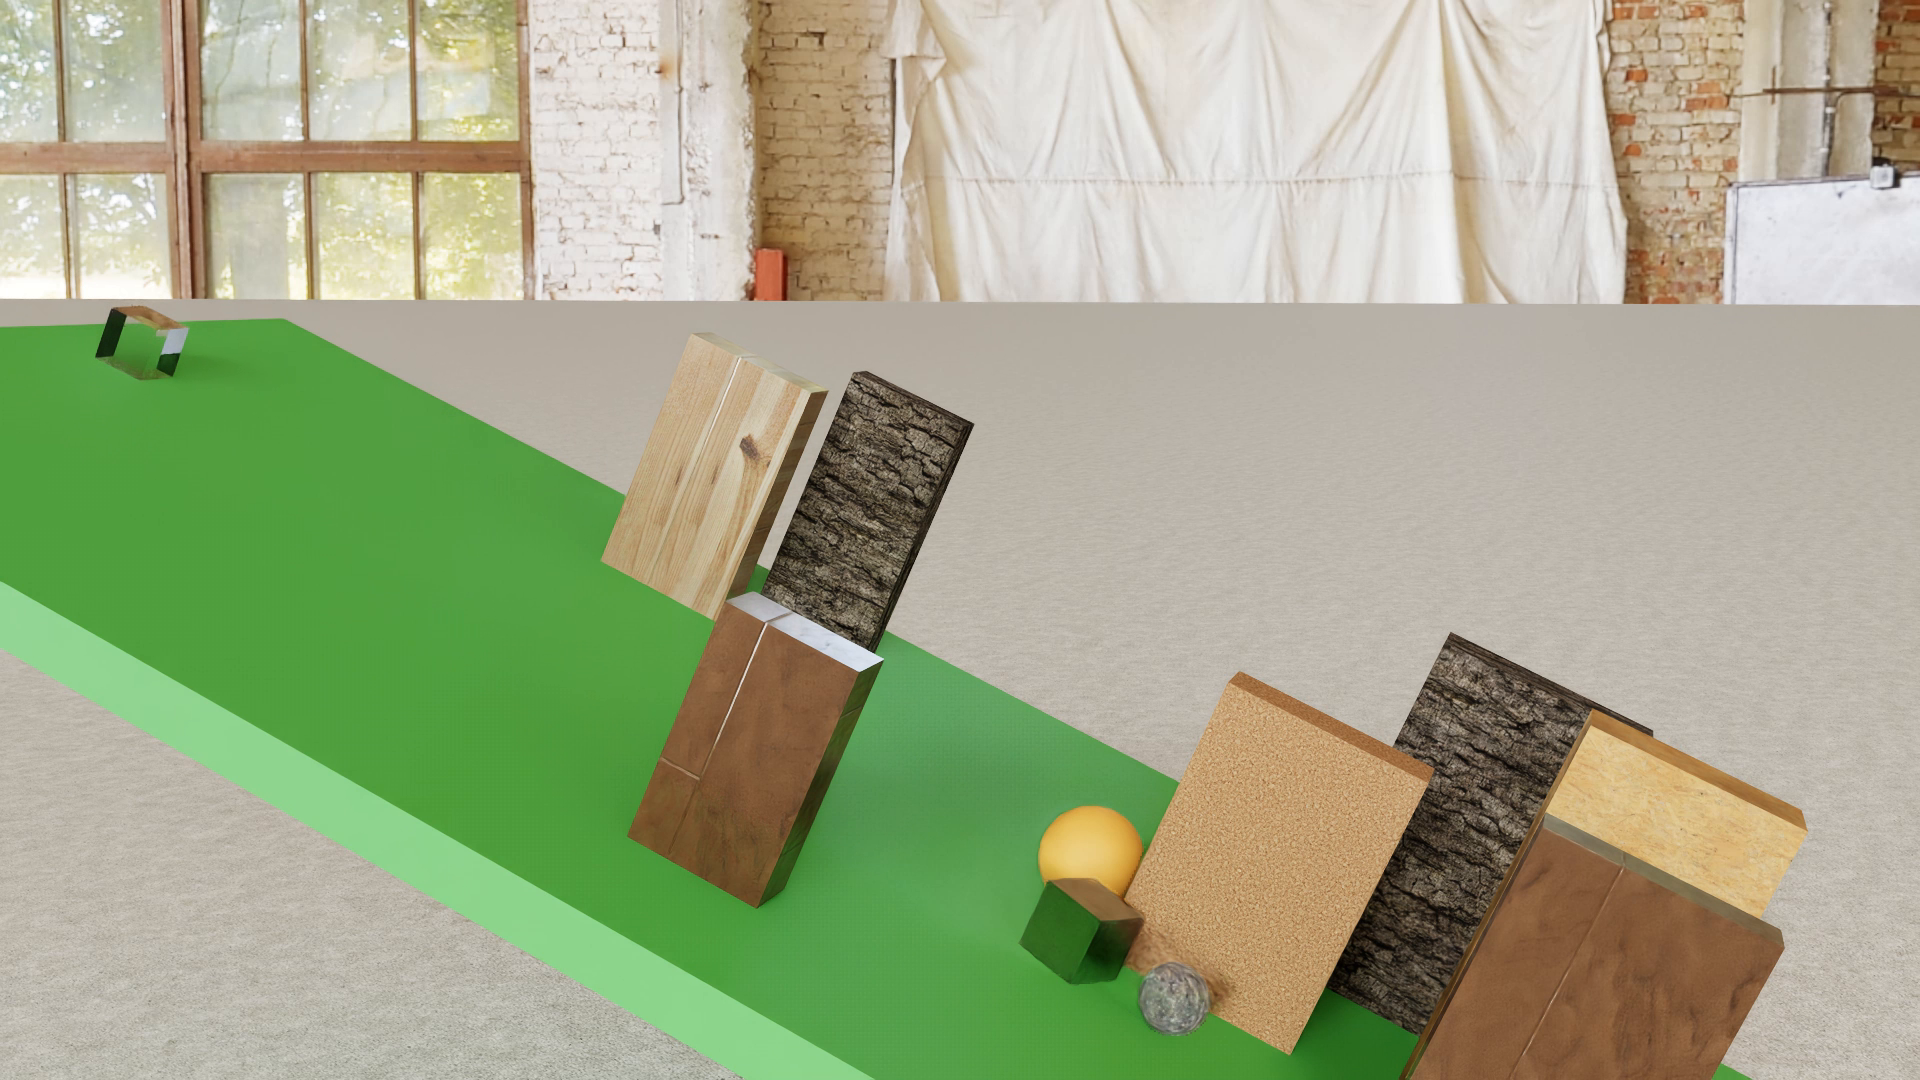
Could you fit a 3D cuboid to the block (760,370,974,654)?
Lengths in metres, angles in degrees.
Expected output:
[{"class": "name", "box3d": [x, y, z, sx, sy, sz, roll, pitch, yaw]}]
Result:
[{"class": "block", "box3d": [-0.213, -0.055, 4.884, 0.277, 0.575, 0.086, 27, 14, 13]}]

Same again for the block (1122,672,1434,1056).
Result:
[{"class": "block", "box3d": [0.531, 0.560, 3.831, 0.373, 0.543, 0.116, 27, 14, 13]}]

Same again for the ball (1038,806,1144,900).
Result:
[{"class": "ball", "box3d": [0.240, 0.582, 4.010, 0.194, 0.194, 0.194, 0, 7, 0]}]

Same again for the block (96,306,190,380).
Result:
[{"class": "block", "box3d": [-1.743, -0.420, 4.689, 0.117, 0.117, 0.117, 26, 13, 9]}]

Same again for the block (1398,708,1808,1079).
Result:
[{"class": "block", "box3d": [1.025, 0.708, 3.598, 0.360, 0.772, 0.146, 27, 14, 13]}]

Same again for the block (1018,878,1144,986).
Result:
[{"class": "block", "box3d": [0.209, 0.668, 3.763, 0.128, 0.128, 0.128, 34, 17, 37]}]

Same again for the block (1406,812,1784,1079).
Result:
[{"class": "block", "box3d": [0.779, 0.776, 2.980, 0.334, 0.741, 0.084, 27, 14, 13]}]

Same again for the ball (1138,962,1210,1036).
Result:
[{"class": "ball", "box3d": [0.357, 0.764, 3.664, 0.119, 0.119, 0.119, 0, 7, 0]}]

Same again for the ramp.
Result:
[{"class": "ramp", "box3d": [-0.277, 0.477, 4.177, 4.000, 0.100, 2.000, 27, 14, 13]}]

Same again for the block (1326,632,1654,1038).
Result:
[{"class": "block", "box3d": [0.950, 0.581, 4.132, 0.408, 0.696, 0.136, 27, 14, 13]}]

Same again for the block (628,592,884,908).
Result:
[{"class": "block", "box3d": [-0.327, 0.332, 3.504, 0.244, 0.426, 0.118, 27, 14, 13]}]

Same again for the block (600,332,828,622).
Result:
[{"class": "block", "box3d": [-0.530, -0.137, 4.734, 0.296, 0.541, 0.106, 27, 14, 13]}]
